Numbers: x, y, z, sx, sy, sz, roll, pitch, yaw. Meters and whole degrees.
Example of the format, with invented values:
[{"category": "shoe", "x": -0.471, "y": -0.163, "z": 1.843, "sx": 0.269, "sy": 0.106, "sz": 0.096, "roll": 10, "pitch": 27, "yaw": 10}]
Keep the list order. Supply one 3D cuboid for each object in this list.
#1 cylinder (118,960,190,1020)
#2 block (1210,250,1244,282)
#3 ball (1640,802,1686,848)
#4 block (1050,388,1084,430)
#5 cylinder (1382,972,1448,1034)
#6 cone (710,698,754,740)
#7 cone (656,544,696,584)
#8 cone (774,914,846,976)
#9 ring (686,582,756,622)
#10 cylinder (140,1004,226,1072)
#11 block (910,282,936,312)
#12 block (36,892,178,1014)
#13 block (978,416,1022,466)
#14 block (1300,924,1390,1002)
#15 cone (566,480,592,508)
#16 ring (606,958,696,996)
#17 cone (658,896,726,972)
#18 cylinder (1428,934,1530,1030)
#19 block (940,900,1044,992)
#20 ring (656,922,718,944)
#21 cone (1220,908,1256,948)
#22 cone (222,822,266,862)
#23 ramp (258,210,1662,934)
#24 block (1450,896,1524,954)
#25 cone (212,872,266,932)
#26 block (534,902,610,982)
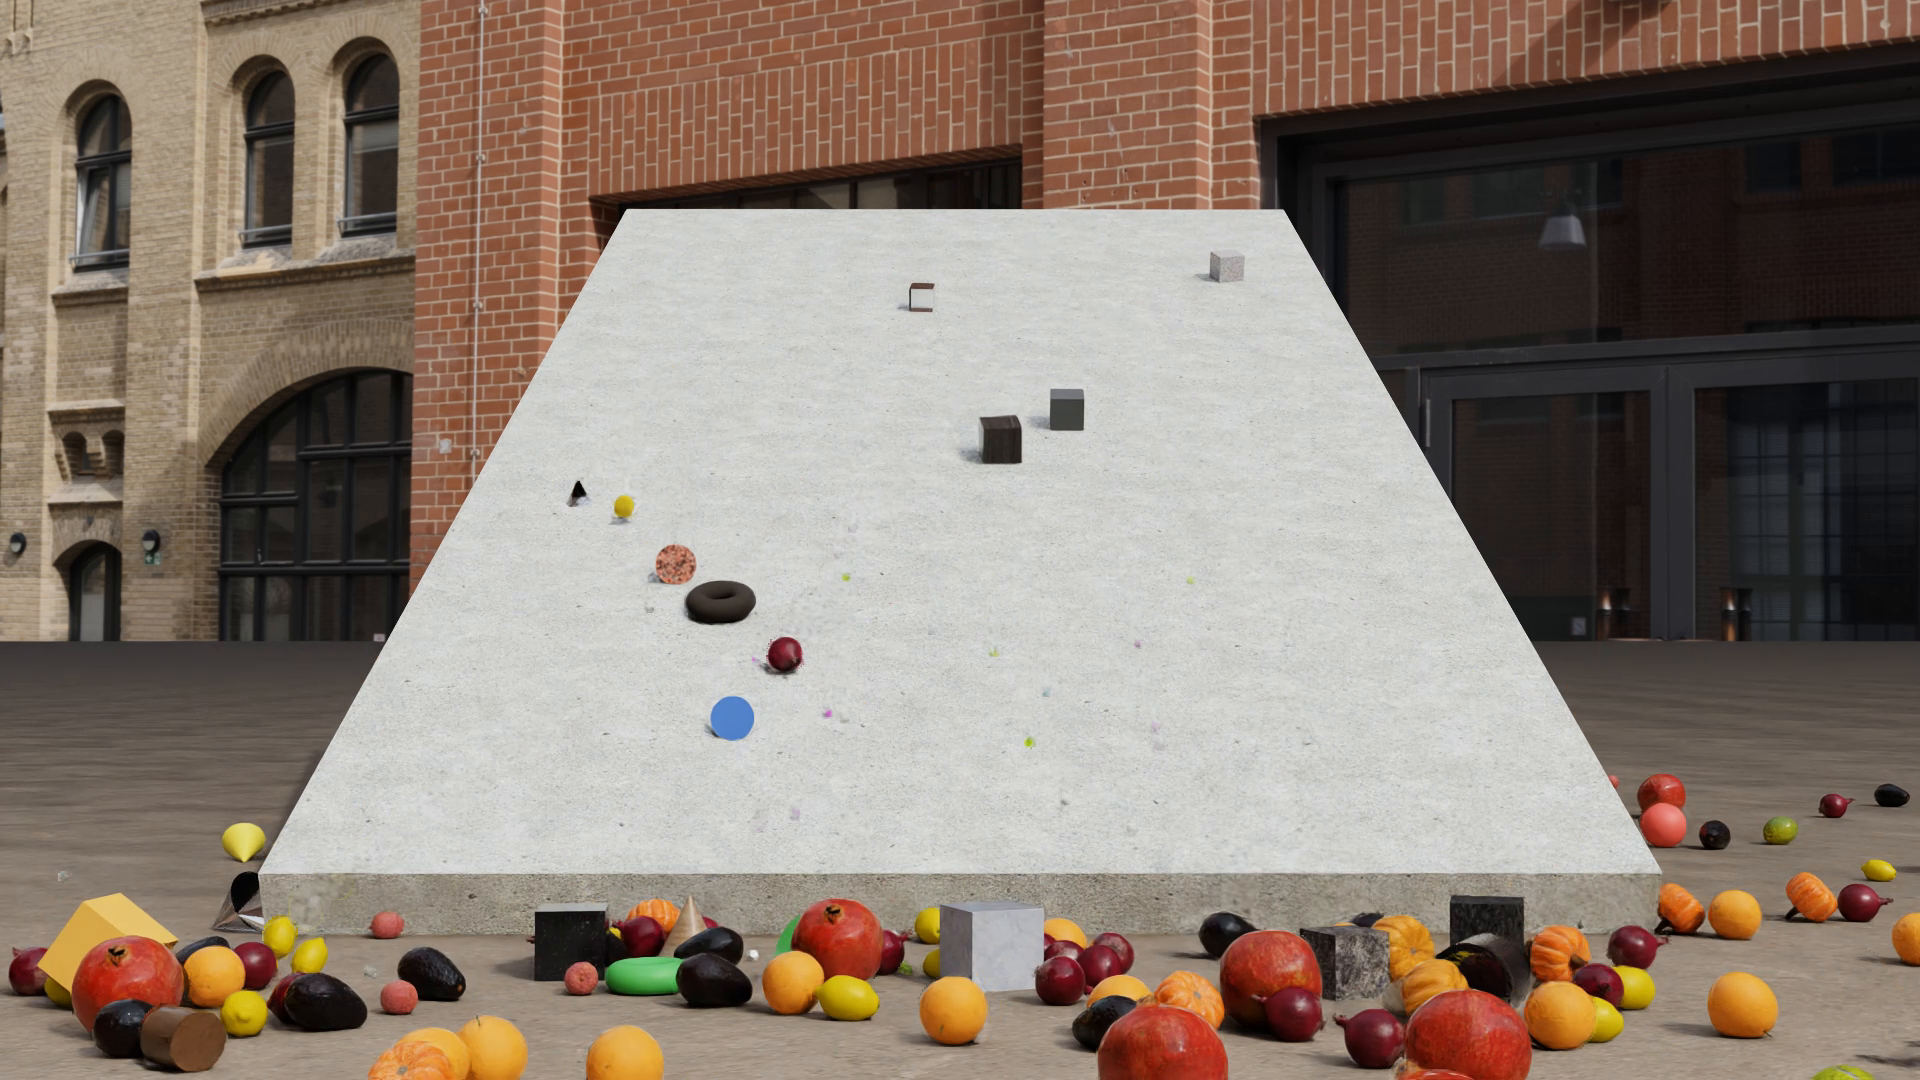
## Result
[{"category": "cylinder", "x": -0.912, "y": 0.508, "z": 2.593, "sx": 0.060, "sy": 0.060, "sz": 0.060, "roll": 0, "pitch": -2, "yaw": 2}, {"category": "block", "x": 0.725, "y": -0.744, "z": 6.230, "sx": 0.070, "sy": 0.070, "sz": 0.070, "roll": -7, "pitch": 23, "yaw": -16}, {"category": "ball", "x": 1.428, "y": 0.578, "z": 4.652, "sx": 0.090, "sy": 0.090, "sz": 0.090, "roll": 0, "pitch": -2, "yaw": 0}, {"category": "block", "x": 0.237, "y": -0.289, "z": 5.081, "sx": 0.073, "sy": 0.073, "sz": 0.073, "roll": 0, "pitch": 22, "yaw": 1}, {"category": "cylinder", "x": 0.496, "y": 0.504, "z": 2.500, "sx": 0.060, "sy": 0.060, "sz": 0.060, "roll": -1, "pitch": -3, "yaw": 25}, {"category": "cone", "x": -0.358, "y": 0.287, "z": 3.689, "sx": 0.071, "sy": 0.071, "sz": 0.071, "roll": 0, "pitch": 1, "yaw": 10}, {"category": "cone", "x": -0.533, "y": 0.049, "z": 4.283, "sx": 0.076, "sy": 0.076, "sz": 0.076, "roll": 0, "pitch": -5, "yaw": -10}, {"category": "cone", "x": -0.177, "y": 0.533, "z": 2.931, "sx": 0.085, "sy": 0.085, "sz": 0.085, "roll": 34, "pitch": -23, "yaw": -33}, {"category": "ring", "x": -0.429, "y": 0.110, "z": 4.120, "sx": 0.125, "sy": 0.042, "sz": 0.125, "roll": -1, "pitch": 23, "yaw": 0}, {"category": "cylinder", "x": -0.773, "y": 0.496, "z": 2.280, "sx": 0.060, "sy": 0.060, "sz": 0.060, "roll": -2, "pitch": -3, "yaw": 42}, {"category": "block", "x": -0.098, "y": -0.630, "z": 5.952, "sx": 0.061, "sy": 0.061, "sz": 0.061, "roll": 2, "pitch": 22, "yaw": 5}, {"category": "block", "x": -0.986, "y": 0.477, "z": 2.655, "sx": 0.091, "sy": 0.091, "sz": 0.091, "roll": 37, "pitch": 2, "yaw": 6}, {"category": "block", "x": 0.086, "y": -0.212, "z": 4.877, "sx": 0.081, "sy": 0.081, "sz": 0.081, "roll": -2, "pitch": 22, "yaw": -6}, {"category": "block", "x": 0.461, "y": 0.506, "z": 2.749, "sx": 0.077, "sy": 0.077, "sz": 0.077, "roll": 1, "pitch": -3, "yaw": -25}, {"category": "cone", "x": -0.770, "y": -0.099, "z": 4.628, "sx": 0.052, "sy": 0.052, "sz": 0.052, "roll": 0, "pitch": 22, "yaw": 0}, {"category": "ring", "x": -0.375, "y": 0.528, "z": 2.778, "sx": 0.109, "sy": 0.036, "sz": 0.109, "roll": -1, "pitch": -3, "yaw": 0}, {"category": "cone", "x": -0.351, "y": 0.507, "z": 2.978, "sx": 0.095, "sy": 0.095, "sz": 0.095, "roll": 0, "pitch": -2, "yaw": 0}, {"category": "cylinder", "x": 0.577, "y": 0.490, "z": 2.547, "sx": 0.093, "sy": 0.093, "sz": 0.093, "roll": -1, "pitch": -3, "yaw": 26}, {"category": "block", "x": 0.039, "y": 0.500, "z": 2.825, "sx": 0.096, "sy": 0.096, "sz": 0.096, "roll": 1, "pitch": -3, "yaw": -25}, {"category": "ring", "x": -0.381, "y": 0.549, "z": 3.198, "sx": 0.087, "sy": 0.029, "sz": 0.087, "roll": 1, "pitch": -3, "yaw": 0}, {"category": "cone", "x": 0.390, "y": 0.526, "z": 3.159, "sx": 0.050, "sy": 0.050, "sz": 0.050, "roll": 17, "pitch": -39, "yaw": 15}, {"category": "cone", "x": -1.365, "y": 0.594, "z": 4.369, "sx": 0.080, "sy": 0.080, "sz": 0.080, "roll": 1, "pitch": 24, "yaw": -18}, {"category": "ramp", "x": -0.006, "y": -0.219, "z": 5.140, "sx": 2.000, "sy": 0.100, "sz": 4.000, "roll": 0, "pitch": 22, "yaw": 0}, {"category": "block", "x": 0.675, "y": 0.507, "z": 2.936, "sx": 0.091, "sy": 0.091, "sz": 0.091, "roll": -1, "pitch": -2, "yaw": 14}, {"category": "cone", "x": -1.061, "y": 0.548, "z": 3.352, "sx": 0.095, "sy": 0.095, "sz": 0.095, "roll": -30, "pitch": -15, "yaw": 22}, {"category": "block", "x": -0.490, "y": 0.508, "z": 2.899, "sx": 0.086, "sy": 0.086, "sz": 0.086, "roll": 0, "pitch": -2, "yaw": -5}]
